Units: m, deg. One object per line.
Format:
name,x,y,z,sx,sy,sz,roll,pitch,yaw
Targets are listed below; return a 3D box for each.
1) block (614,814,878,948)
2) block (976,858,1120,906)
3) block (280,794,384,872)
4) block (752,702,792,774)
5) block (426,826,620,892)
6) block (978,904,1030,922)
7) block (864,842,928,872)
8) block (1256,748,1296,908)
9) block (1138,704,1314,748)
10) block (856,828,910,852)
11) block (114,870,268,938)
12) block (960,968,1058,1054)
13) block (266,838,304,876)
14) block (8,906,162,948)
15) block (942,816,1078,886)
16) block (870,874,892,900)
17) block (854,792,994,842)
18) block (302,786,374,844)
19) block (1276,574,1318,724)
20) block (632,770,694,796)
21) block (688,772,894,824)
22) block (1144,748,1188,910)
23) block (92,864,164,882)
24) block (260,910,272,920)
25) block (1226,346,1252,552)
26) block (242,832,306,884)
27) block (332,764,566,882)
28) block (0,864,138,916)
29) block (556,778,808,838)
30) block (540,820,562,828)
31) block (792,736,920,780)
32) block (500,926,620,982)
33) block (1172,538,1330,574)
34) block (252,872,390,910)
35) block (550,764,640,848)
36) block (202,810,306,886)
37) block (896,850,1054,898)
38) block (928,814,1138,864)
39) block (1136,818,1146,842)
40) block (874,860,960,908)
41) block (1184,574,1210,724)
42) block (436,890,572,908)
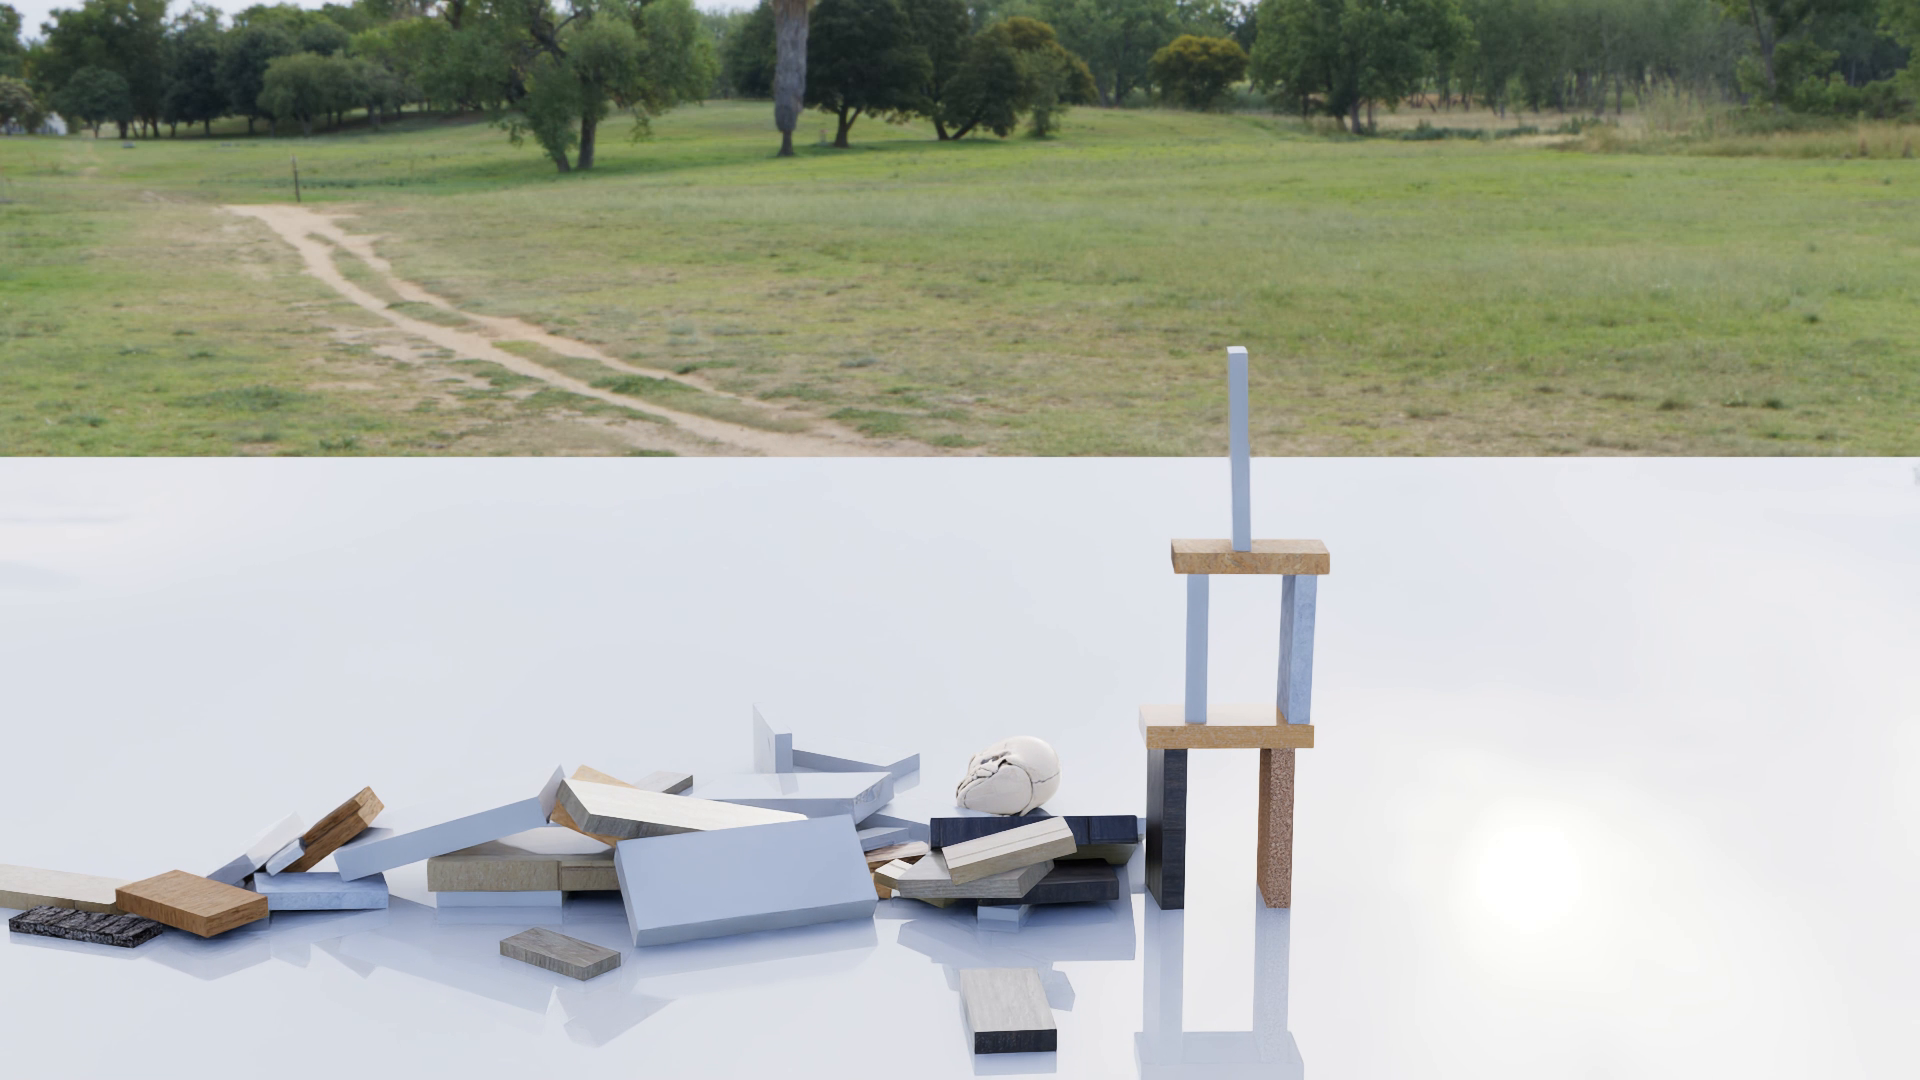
block,-0.344,0.545,3.532,0.392,0.049,0.172,-4,46,-21
block,0.137,0.563,3.621,0.229,0.033,0.115,-2,11,-8
block,-1.068,0.511,3.694,0.206,0.029,0.103,-36,9,7
block,-0.369,0.408,4.327,0.034,0.118,0.237,-3,11,-15
block,-0.693,0.532,3.680,0.357,0.051,0.179,0,11,-2
block,0.080,0.591,3.612,0.068,0.019,0.137,3,11,16
block,-0.115,0.551,3.823,0.137,0.019,0.068,-5,12,-24
block,0.522,0.457,3.642,0.038,0.271,0.135,0,11,0
block,0.435,0.306,3.612,0.271,0.038,0.135,0,11,-1
block,-0.168,0.528,3.866,0.077,0.022,0.154,-5,0,38
block,-1.231,0.580,3.523,0.231,0.033,0.116,7,13,34
block,0.066,0.671,3.145,0.115,0.033,0.229,-1,11,-5
block,-1.114,0.524,3.635,0.061,0.017,0.122,-35,8,-15
block,-1.388,0.613,3.490,0.236,0.020,0.070,4,11,18
block,0.079,0.500,3.545,0.204,0.029,0.102,-15,12,-5
block,-0.174,0.569,3.665,0.121,0.017,0.060,12,10,-5
block,-0.070,0.510,4.009,0.237,0.034,0.118,7,13,35
block,-1.048,0.464,3.707,0.122,0.017,0.061,-35,9,14
block,0.549,0.165,3.590,0.035,0.246,0.123,1,11,-1
block,-0.583,0.477,4.218,0.077,0.022,0.154,4,11,21
block,-0.314,0.475,4.042,0.345,0.049,0.172,-3,9,22
block,0.340,0.459,3.635,0.038,0.271,0.135,-1,11,-7
block,-1.392,0.574,3.698,0.140,0.020,0.070,4,11,20
block,-1.192,0.598,3.570,0.140,0.020,0.070,-2,11,-12
block,0.449,-0.148,3.537,0.029,0.317,0.102,-2,10,5
block,-1.157,0.537,3.718,0.122,0.017,0.061,-34,8,-16
block,-0.847,0.471,3.680,0.357,0.051,0.179,-16,11,5
block,-1.509,0.581,3.636,0.339,0.030,0.107,4,11,18
block,-0.434,0.470,3.652,0.483,0.033,0.116,15,15,-38
block,-0.685,0.509,4.025,0.214,0.030,0.107,-4,11,-20
block,-0.212,0.437,4.400,0.237,0.034,0.118,7,13,33
block,-0.614,0.634,3.373,0.185,0.022,0.077,8,13,36
block,0.469,0.027,3.565,0.246,0.035,0.123,0,11,3
block,-1.049,0.575,3.607,0.206,0.029,0.103,3,9,-21
block,-0.493,0.490,3.672,0.357,0.051,0.179,24,9,-3
block,-1.204,0.535,3.726,0.116,0.033,0.231,-30,7,8
block,0.025,0.540,3.565,0.230,0.033,0.115,-6,14,32
block,0.120,0.512,3.738,0.345,0.049,0.172,0,-19,-2
block,0.228,0.514,3.886,0.204,0.029,0.102,-1,-15,-5
block,-0.068,0.571,3.656,0.137,0.019,0.068,17,17,27
block,0.386,0.164,3.595,0.035,0.246,0.123,1,11,5
block,-0.755,0.578,3.655,0.206,0.029,0.103,0,11,1
